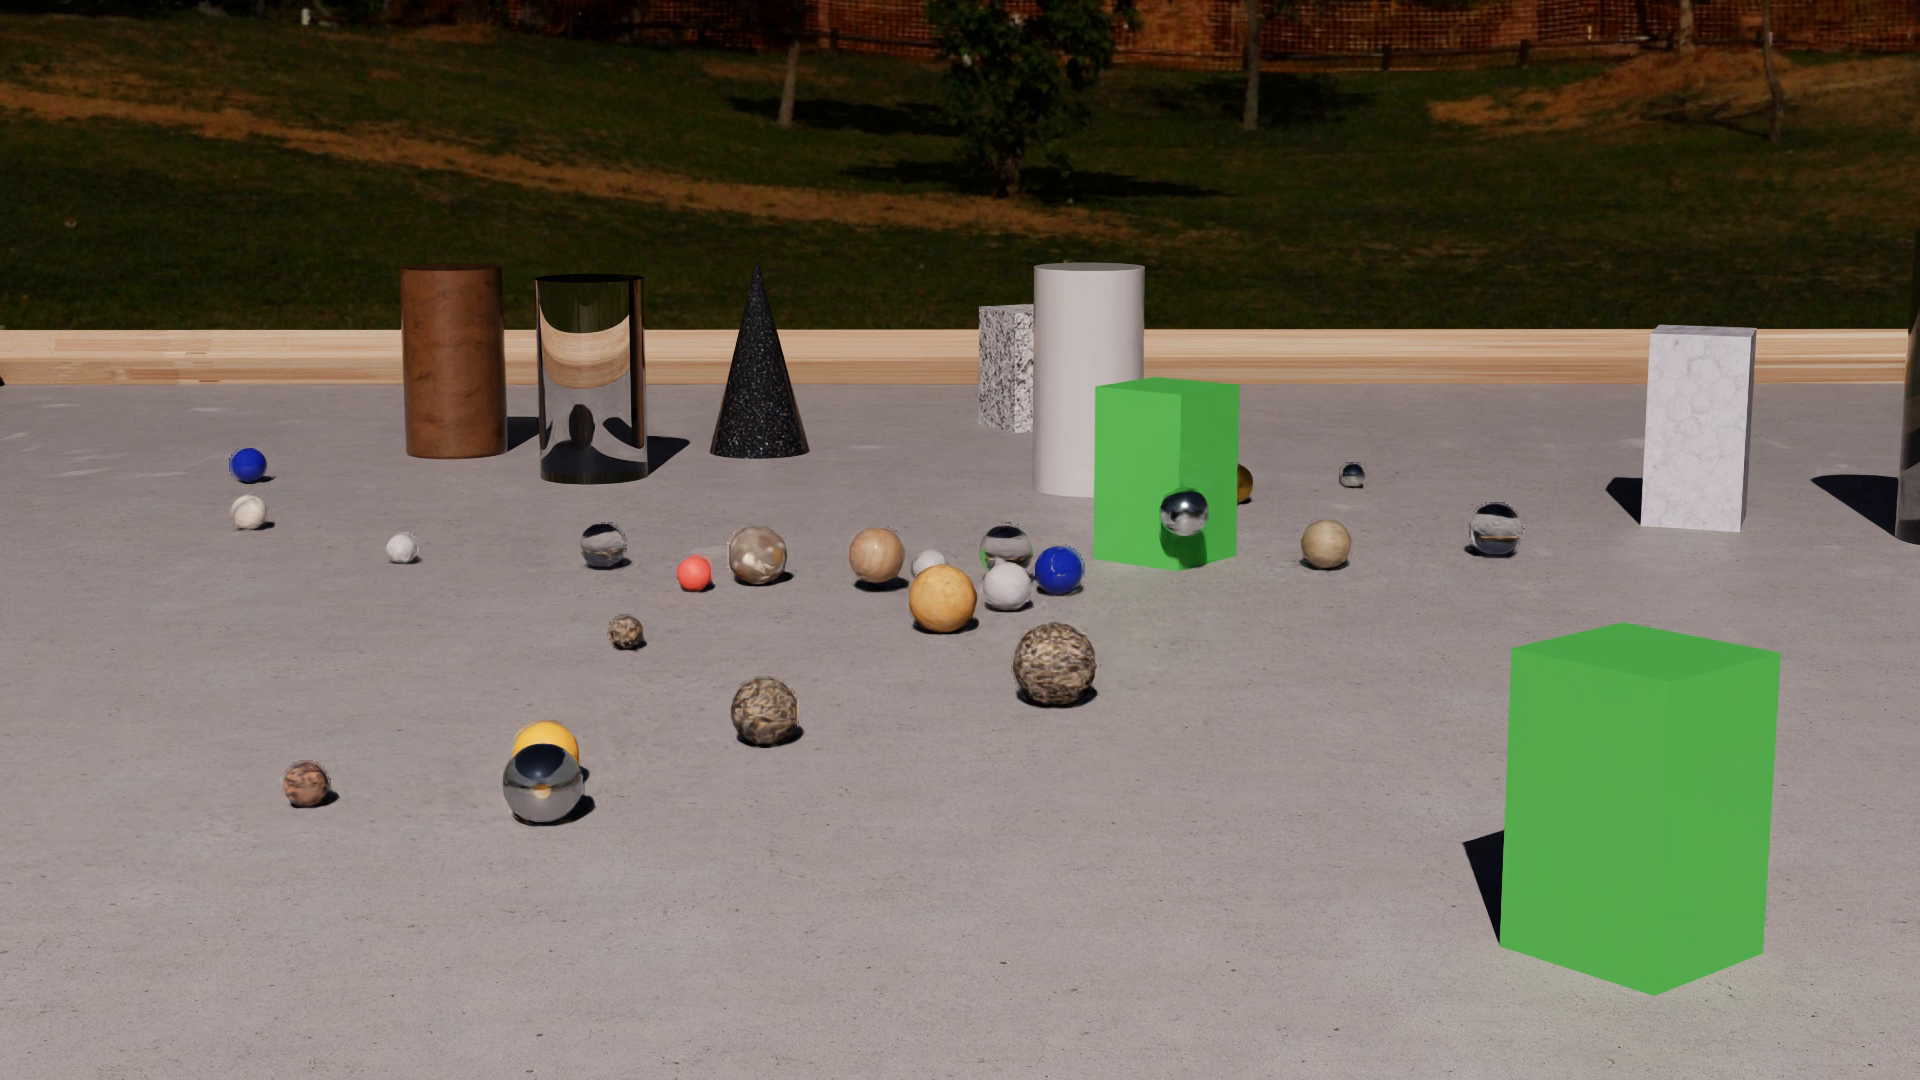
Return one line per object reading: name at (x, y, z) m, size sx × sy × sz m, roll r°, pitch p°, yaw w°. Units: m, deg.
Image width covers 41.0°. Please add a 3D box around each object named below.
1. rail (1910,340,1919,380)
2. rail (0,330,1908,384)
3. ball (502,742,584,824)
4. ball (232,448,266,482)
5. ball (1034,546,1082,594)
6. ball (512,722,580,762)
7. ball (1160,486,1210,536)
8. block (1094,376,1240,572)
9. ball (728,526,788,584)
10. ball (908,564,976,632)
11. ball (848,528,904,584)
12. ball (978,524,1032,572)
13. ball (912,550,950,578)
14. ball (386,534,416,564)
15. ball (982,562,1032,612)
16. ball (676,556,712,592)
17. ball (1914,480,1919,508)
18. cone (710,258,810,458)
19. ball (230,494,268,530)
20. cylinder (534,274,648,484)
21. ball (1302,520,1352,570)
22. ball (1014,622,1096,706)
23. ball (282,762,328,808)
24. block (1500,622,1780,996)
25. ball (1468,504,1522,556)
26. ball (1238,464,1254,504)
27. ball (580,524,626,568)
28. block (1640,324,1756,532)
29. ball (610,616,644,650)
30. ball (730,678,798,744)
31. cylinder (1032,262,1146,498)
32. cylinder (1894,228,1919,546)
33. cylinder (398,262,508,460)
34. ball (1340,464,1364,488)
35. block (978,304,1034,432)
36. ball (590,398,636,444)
rail at (2.198, 0.029, 3.462) m, size 0.045 × 0.123 × 4.923 m, roll 0°, pitch 11°, yaw 0°
rail at (-0.014, -0.415, 5.846) m, size 4.443 × 0.123 × 0.045 m, roll 0°, pitch 11°, yaw 0°
ball at (-0.404, 0.236, 2.486) m, size 0.078 × 0.078 × 0.078 m, roll 0°, pitch 11°, yaw 0°
ball at (-1.247, -0.131, 4.501) m, size 0.061 × 0.061 × 0.061 m, roll 0°, pitch 11°, yaw 0°
ball at (0.136, 0.042, 3.551) m, size 0.067 × 0.067 × 0.067 m, roll 0°, pitch 11°, yaw 0°
ball at (-0.420, 0.219, 2.604) m, size 0.068 × 0.068 × 0.068 m, roll 0°, pitch 11°, yaw 0°
ball at (0.321, -0.040, 3.666) m, size 0.071 × 0.071 × 0.071 m, roll 0°, pitch 11°, yaw 0°
block at (0.306, -0.101, 3.799) m, size 0.152 × 0.258 × 0.152 m, roll 9°, pitch 14°, yaw 38°
ball at (-0.286, 0.021, 3.621) m, size 0.083 × 0.083 × 0.083 m, roll 0°, pitch 11°, yaw 0°
ball at (-0.022, 0.076, 3.315) m, size 0.088 × 0.088 × 0.088 m, roll 0°, pitch 11°, yaw 0°
ball at (-0.116, 0.021, 3.560) m, size 0.078 × 0.078 × 0.078 m, roll 0°, pitch 11°, yaw 0°
ball at (0.064, 0.017, 3.608) m, size 0.076 × 0.076 × 0.076 m, roll 0°, pitch 11°, yaw 0°
ball at (-0.042, 0.040, 3.604) m, size 0.053 × 0.053 × 0.053 m, roll 0°, pitch 11°, yaw 0°
ball at (-0.821, 0.013, 3.769) m, size 0.045 × 0.045 × 0.045 m, roll 0°, pitch 11°, yaw 0°
ball at (0.064, 0.063, 3.446) m, size 0.066 × 0.066 × 0.066 m, roll 0°, pitch 11°, yaw 0°
ball at (-0.370, 0.047, 3.576) m, size 0.049 × 0.049 × 0.049 m, roll 0°, pitch 11°, yaw 0°
ball at (1.586, -0.075, 4.163) m, size 0.074 × 0.074 × 0.074 m, roll 0°, pitch 11°, yaw 0°
cone at (-0.380, -0.348, 4.834) m, size 0.190 × 0.366 × 0.190 m, roll 0°, pitch 11°, yaw 0°
ball at (-1.121, -0.043, 4.044) m, size 0.055 × 0.055 × 0.055 m, roll 0°, pitch 11°, yaw 0°
cylinder at (-0.652, -0.287, 4.543) m, size 0.190 × 0.352 × 0.190 m, roll 0°, pitch 11°, yaw 0°
ball at (0.533, 0.006, 3.732) m, size 0.073 × 0.073 × 0.073 m, roll 0°, pitch 11°, yaw 0°
ball at (0.109, 0.142, 2.939) m, size 0.095 × 0.095 × 0.095 m, roll 0°, pitch 11°, yaw 0°
ball at (-0.648, 0.243, 2.541) m, size 0.044 × 0.044 × 0.044 m, roll 0°, pitch 11°, yaw 0°
block at (0.558, 0.215, 2.109) m, size 0.152 × 0.255 × 0.152 m, roll -9°, pitch 14°, yaw -40°
ball at (0.798, -0.015, 3.826) m, size 0.079 × 0.079 × 0.079 m, roll 0°, pitch 11°, yaw 0°
ball at (0.455, -0.094, 4.280) m, size 0.068 × 0.068 × 0.068 m, roll 0°, pitch 11°, yaw 0°
ball at (-0.521, 0.009, 3.736) m, size 0.066 × 0.066 × 0.066 m, roll 0°, pitch 11°, yaw 0°
block at (1.181, -0.181, 4.100) m, size 0.152 × 0.306 × 0.152 m, roll 4°, pitch 11°, yaw 20°
ball at (-0.419, 0.116, 3.224) m, size 0.042 × 0.042 × 0.042 m, roll 0°, pitch 11°, yaw 0°
ball at (-0.211, 0.185, 2.771) m, size 0.072 × 0.072 × 0.072 m, roll 0°, pitch 11°, yaw 0°
cylinder at (0.221, -0.278, 4.409) m, size 0.190 × 0.383 × 0.190 m, roll 0°, pitch 11°, yaw 0°
cylinder at (1.546, -0.235, 3.926) m, size 0.190 × 0.474 × 0.190 m, roll 0°, pitch 11°, yaw 0°
cylinder at (-0.952, -0.339, 4.828) m, size 0.190 × 0.350 × 0.190 m, roll 0°, pitch 11°, yaw 0°
ball at (0.681, -0.111, 4.446) m, size 0.041 × 0.041 × 0.041 m, roll 0°, pitch 11°, yaw 0°
block at (0.141, -0.349, 5.185) m, size 0.152 × 0.239 × 0.152 m, roll -5°, pitch 12°, yaw -27°
ball at (-0.668, -0.229, 4.951) m, size 0.088 × 0.088 × 0.088 m, roll 0°, pitch 11°, yaw 0°
